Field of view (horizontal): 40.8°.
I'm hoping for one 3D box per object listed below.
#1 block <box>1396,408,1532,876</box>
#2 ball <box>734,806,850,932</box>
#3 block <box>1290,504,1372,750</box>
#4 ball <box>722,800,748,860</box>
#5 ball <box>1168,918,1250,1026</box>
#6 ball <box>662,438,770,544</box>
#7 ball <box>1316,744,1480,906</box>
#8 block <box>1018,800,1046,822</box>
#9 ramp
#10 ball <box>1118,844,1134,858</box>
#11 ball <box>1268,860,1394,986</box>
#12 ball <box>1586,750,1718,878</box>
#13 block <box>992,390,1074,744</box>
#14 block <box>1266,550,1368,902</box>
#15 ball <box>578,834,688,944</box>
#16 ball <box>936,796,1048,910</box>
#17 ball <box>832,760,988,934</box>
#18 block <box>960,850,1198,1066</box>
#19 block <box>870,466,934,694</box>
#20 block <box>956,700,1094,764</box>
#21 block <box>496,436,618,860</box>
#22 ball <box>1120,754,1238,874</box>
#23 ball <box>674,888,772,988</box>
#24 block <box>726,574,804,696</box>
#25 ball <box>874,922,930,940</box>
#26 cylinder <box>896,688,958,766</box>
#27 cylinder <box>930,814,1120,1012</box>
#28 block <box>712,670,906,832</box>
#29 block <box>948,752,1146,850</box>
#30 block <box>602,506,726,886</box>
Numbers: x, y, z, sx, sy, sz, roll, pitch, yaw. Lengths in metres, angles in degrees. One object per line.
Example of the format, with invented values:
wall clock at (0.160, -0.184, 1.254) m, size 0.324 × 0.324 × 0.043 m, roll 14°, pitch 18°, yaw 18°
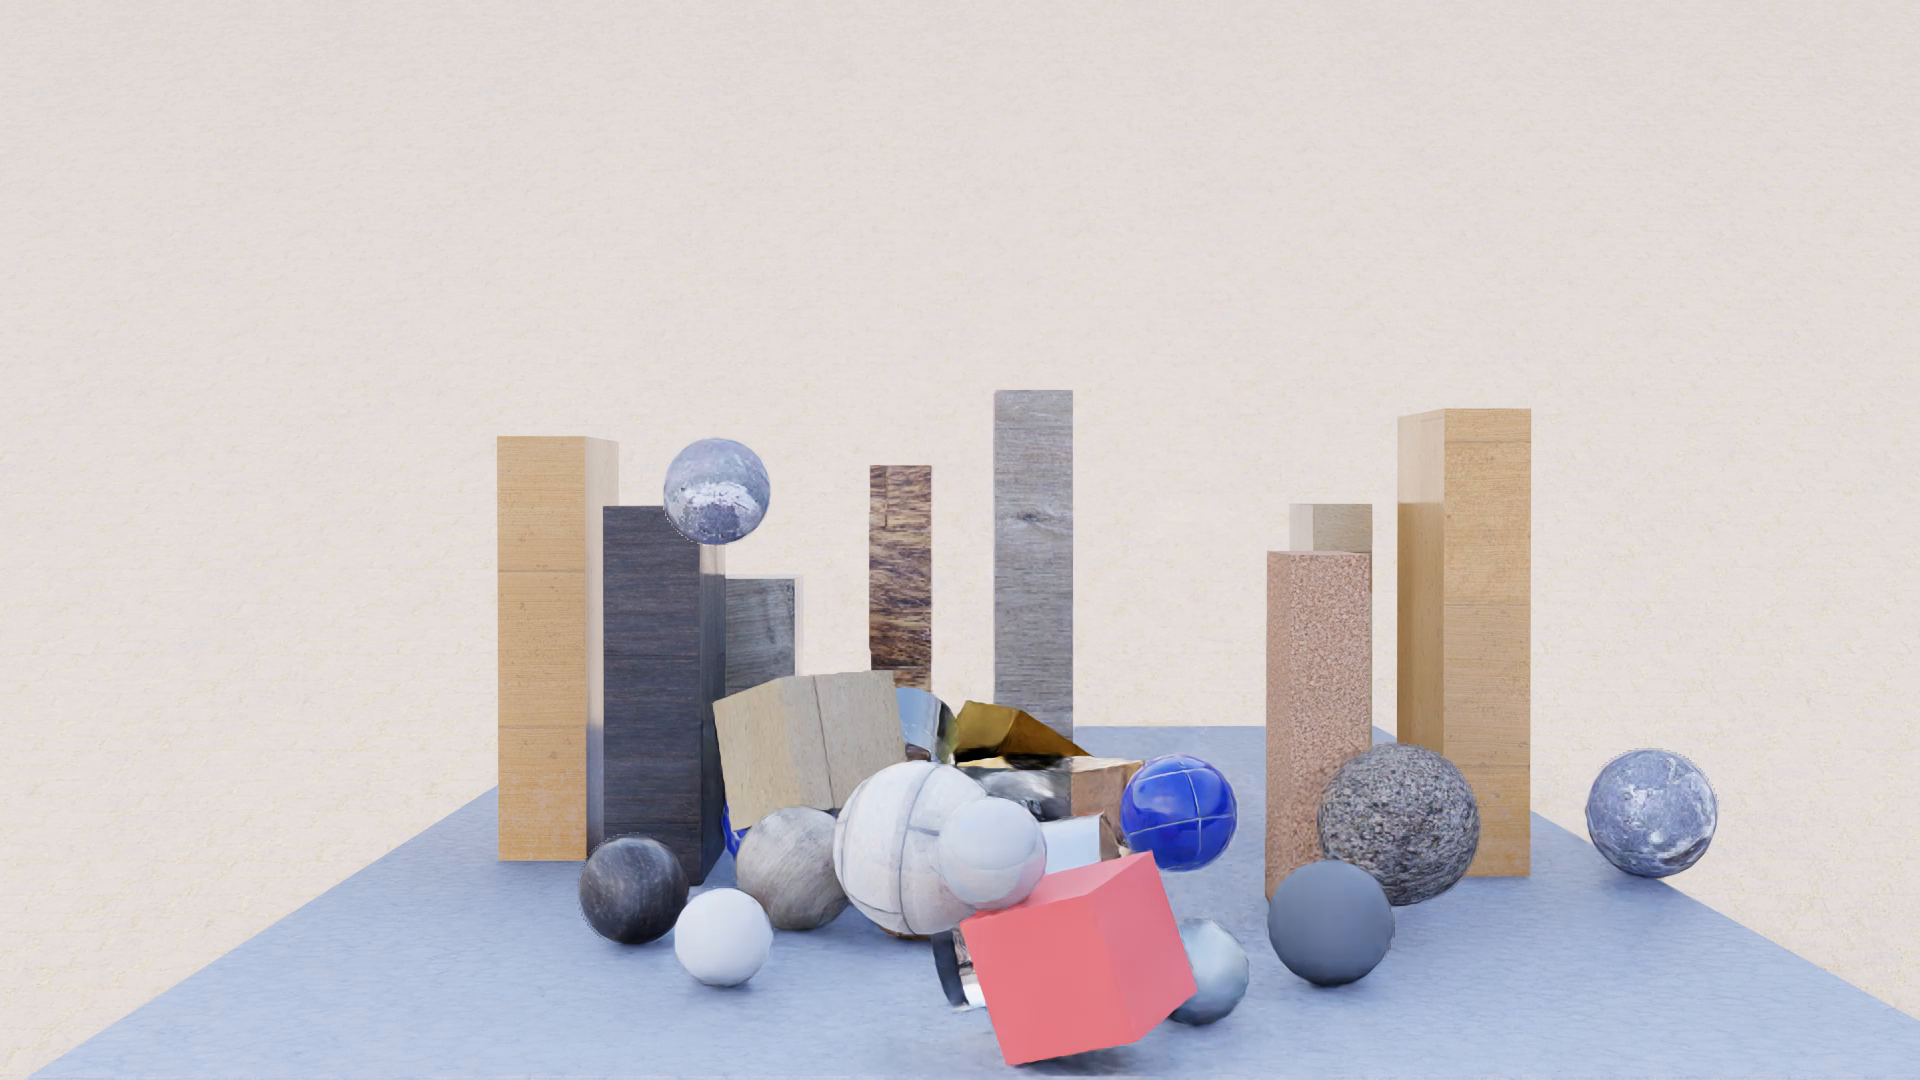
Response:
block at (0.808, 0.154, 4.169) m, size 0.133 × 0.718 × 0.421 m, roll 0°, pitch 1°, yaw 0°
ball at (-0.218, 0.441, 3.467) m, size 0.168 × 0.168 × 0.168 m, roll 0°, pitch 27°, yaw 0°
block at (0.658, 0.221, 4.598) m, size 0.102 × 0.571 × 0.319 m, roll 0°, pitch 1°, yaw 0°
ball at (-0.267, 0.422, 3.860) m, size 0.179 × 0.179 × 0.179 m, roll 0°, pitch 27°, yaw 0°
ball at (0.260, 0.476, 2.846) m, size 0.117 × 0.117 × 0.117 m, roll 0°, pitch 27°, yaw 0°
ball at (-0.286, -0.058, 3.036) m, size 0.126 × 0.126 × 0.126 m, roll 0°, pitch 27°, yaw 0°
ball at (0.571, 0.372, 3.372) m, size 0.209 × 0.209 × 0.209 m, roll 0°, pitch 27°, yaw 0°
block at (0.052, 0.440, 3.514) m, size 0.121 × 0.121 × 0.121 m, roll -1°, pitch 60°, yaw -52°
ramp at (0.062, 0.557, 4.594) m, size 2.000 × 0.100 × 4.000 m, roll 0°, pitch 1°, yaw 0°
ball at (0.185, 0.460, 3.386) m, size 0.131 × 0.131 × 0.131 m, roll 0°, pitch 27°, yaw 0°
ball at (0.441, 0.456, 3.079) m, size 0.149 × 0.149 × 0.149 m, roll 0°, pitch 27°, yaw 0°
ball at (1.056, 0.419, 3.947) m, size 0.195 × 0.195 × 0.195 m, roll 0°, pitch 27°, yaw 0°
block at (0.131, 0.117, 4.756) m, size 0.138 × 0.773 × 0.366 m, roll 0°, pitch 1°, yaw 0°
block at (0.497, 0.270, 3.611) m, size 0.105 × 0.504 × 0.276 m, roll 0°, pitch 1°, yaw 0°
ball at (-0.425, 0.456, 3.364) m, size 0.142 × 0.142 × 0.142 m, roll 0°, pitch 27°, yaw 0°
ball at (0.032, 0.320, 2.637) m, size 0.115 × 0.115 × 0.115 m, roll 0°, pitch 27°, yaw 0°
ball at (-0.044, 0.329, 2.767) m, size 0.185 × 0.185 × 0.185 m, roll 0°, pitch 27°, yaw 0°
block at (0.124, 0.430, 2.662) m, size 0.155 × 0.155 × 0.155 m, roll -17°, pitch 2°, yaw 30°
block at (-0.107, 0.182, 4.870) m, size 0.111 × 0.641 × 0.397 m, roll 0°, pitch 1°, yaw 0°
block at (0.079, 0.384, 3.973) m, size 0.192 × 0.192 × 0.192 m, roll 34°, pitch -13°, yaw -21°
block at (-0.671, 0.171, 4.344) m, size 0.141 × 0.681 × 0.413 m, roll 0°, pitch 1°, yaw 0°
ball at (0.247, 0.309, 2.921) m, size 0.134 × 0.134 × 0.134 m, roll 0°, pitch 27°, yaw 0°
ball at (-0.281, 0.473, 3.070) m, size 0.117 × 0.117 × 0.117 m, roll 0°, pitch 27°, yaw 0°
block at (-0.357, 0.286, 4.650) m, size 0.137 × 0.440 × 0.267 m, roll 0°, pitch 1°, yaw 0°
ball at (-0.056, 0.446, 3.393) m, size 0.159 × 0.159 × 0.159 m, roll 0°, pitch 27°, yaw 0°
cylinder at (-0.088, 0.332, 3.883) m, size 0.164 × 0.164 × 0.164 m, roll 1°, pitch 26°, yaw 3°
cylinder at (0.080, 0.419, 2.908) m, size 0.196 × 0.196 × 0.196 m, roll -10°, pitch 26°, yaw 10°
block at (-0.212, 0.301, 3.696) m, size 0.189 × 0.189 × 0.189 m, roll -2°, pitch -12°, yaw -36°
block at (0.124, 0.419, 3.674) m, size 0.205 × 0.205 × 0.205 m, roll 1°, pitch 1°, yaw 34°
block at (-0.461, 0.230, 4.071) m, size 0.145 × 0.570 × 0.425 m, roll 0°, pitch 1°, yaw 0°
